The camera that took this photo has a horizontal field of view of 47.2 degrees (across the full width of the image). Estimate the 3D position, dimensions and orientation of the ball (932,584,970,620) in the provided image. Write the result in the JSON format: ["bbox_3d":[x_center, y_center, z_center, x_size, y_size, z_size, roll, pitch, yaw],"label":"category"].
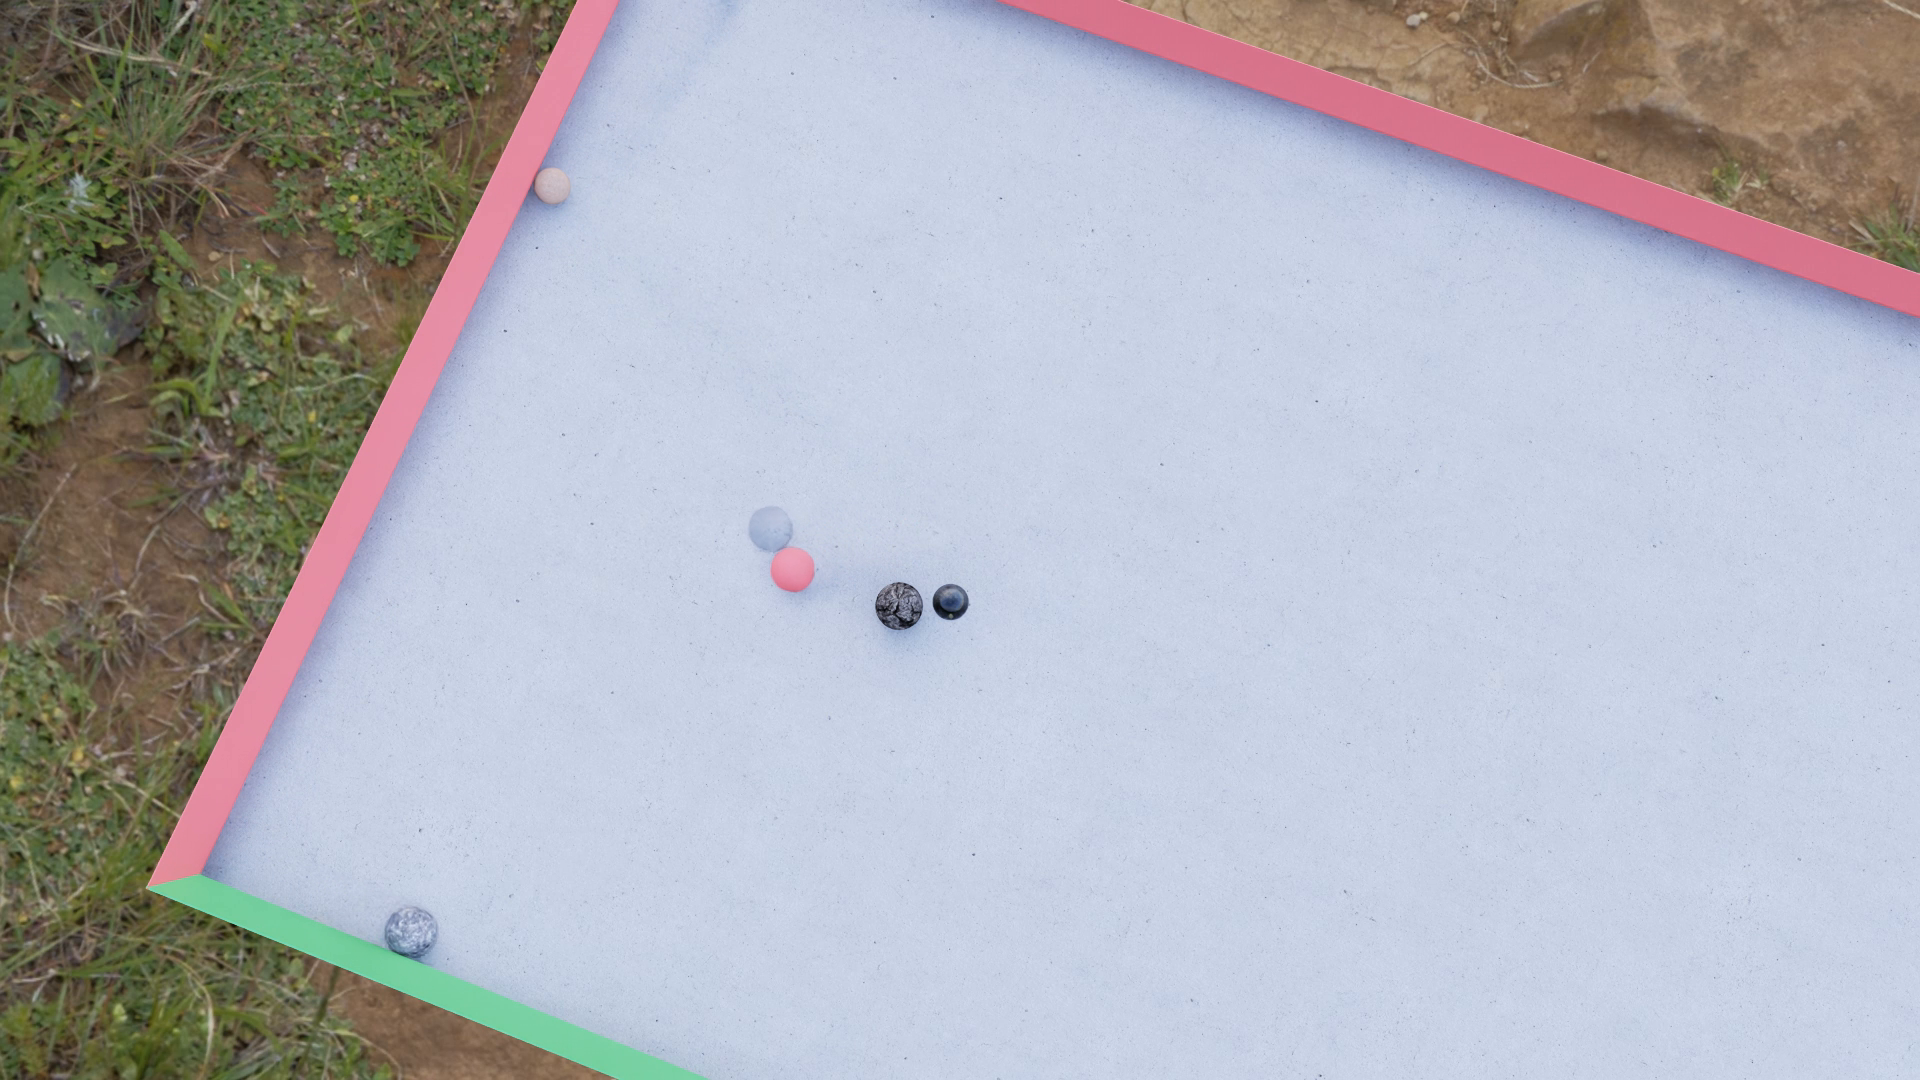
[{"bbox_3d":[-0.014,0.094,3.345,0.056,0.056,0.056,0,74,0],"label":"ball"}]

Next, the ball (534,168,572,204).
[{"bbox_3d":[-0.655,-0.569,3.534,0.059,0.059,0.059,0,74,0],"label":"ball"}]

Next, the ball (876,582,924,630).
[{"bbox_3d":[-0.092,0.100,3.335,0.073,0.073,0.073,0,74,0],"label":"ball"}]

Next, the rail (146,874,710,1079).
[{"bbox_3d":[0.513,1.113,3.031,3.589,0.095,0.045,20,75,6],"label":"rail"}]

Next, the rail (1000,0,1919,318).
[{"bbox_3d":[1.161,-0.501,3.495,3.589,0.095,0.045,20,75,6],"label":"rail"}]

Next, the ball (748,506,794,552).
[{"bbox_3d":[-0.290,-0.017,3.371,0.069,0.069,0.069,0,74,0],"label":"ball"}]

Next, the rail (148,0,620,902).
[{"bbox_3d":[-0.815,-0.306,3.439,0.045,0.095,1.847,20,75,6],"label":"rail"}]

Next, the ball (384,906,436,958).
[{"bbox_3d":[-0.799,0.570,3.199,0.073,0.073,0.073,0,74,0],"label":"ball"}]

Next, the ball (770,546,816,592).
[{"bbox_3d":[-0.255,0.045,3.353,0.068,0.068,0.068,0,74,0],"label":"ball"}]
